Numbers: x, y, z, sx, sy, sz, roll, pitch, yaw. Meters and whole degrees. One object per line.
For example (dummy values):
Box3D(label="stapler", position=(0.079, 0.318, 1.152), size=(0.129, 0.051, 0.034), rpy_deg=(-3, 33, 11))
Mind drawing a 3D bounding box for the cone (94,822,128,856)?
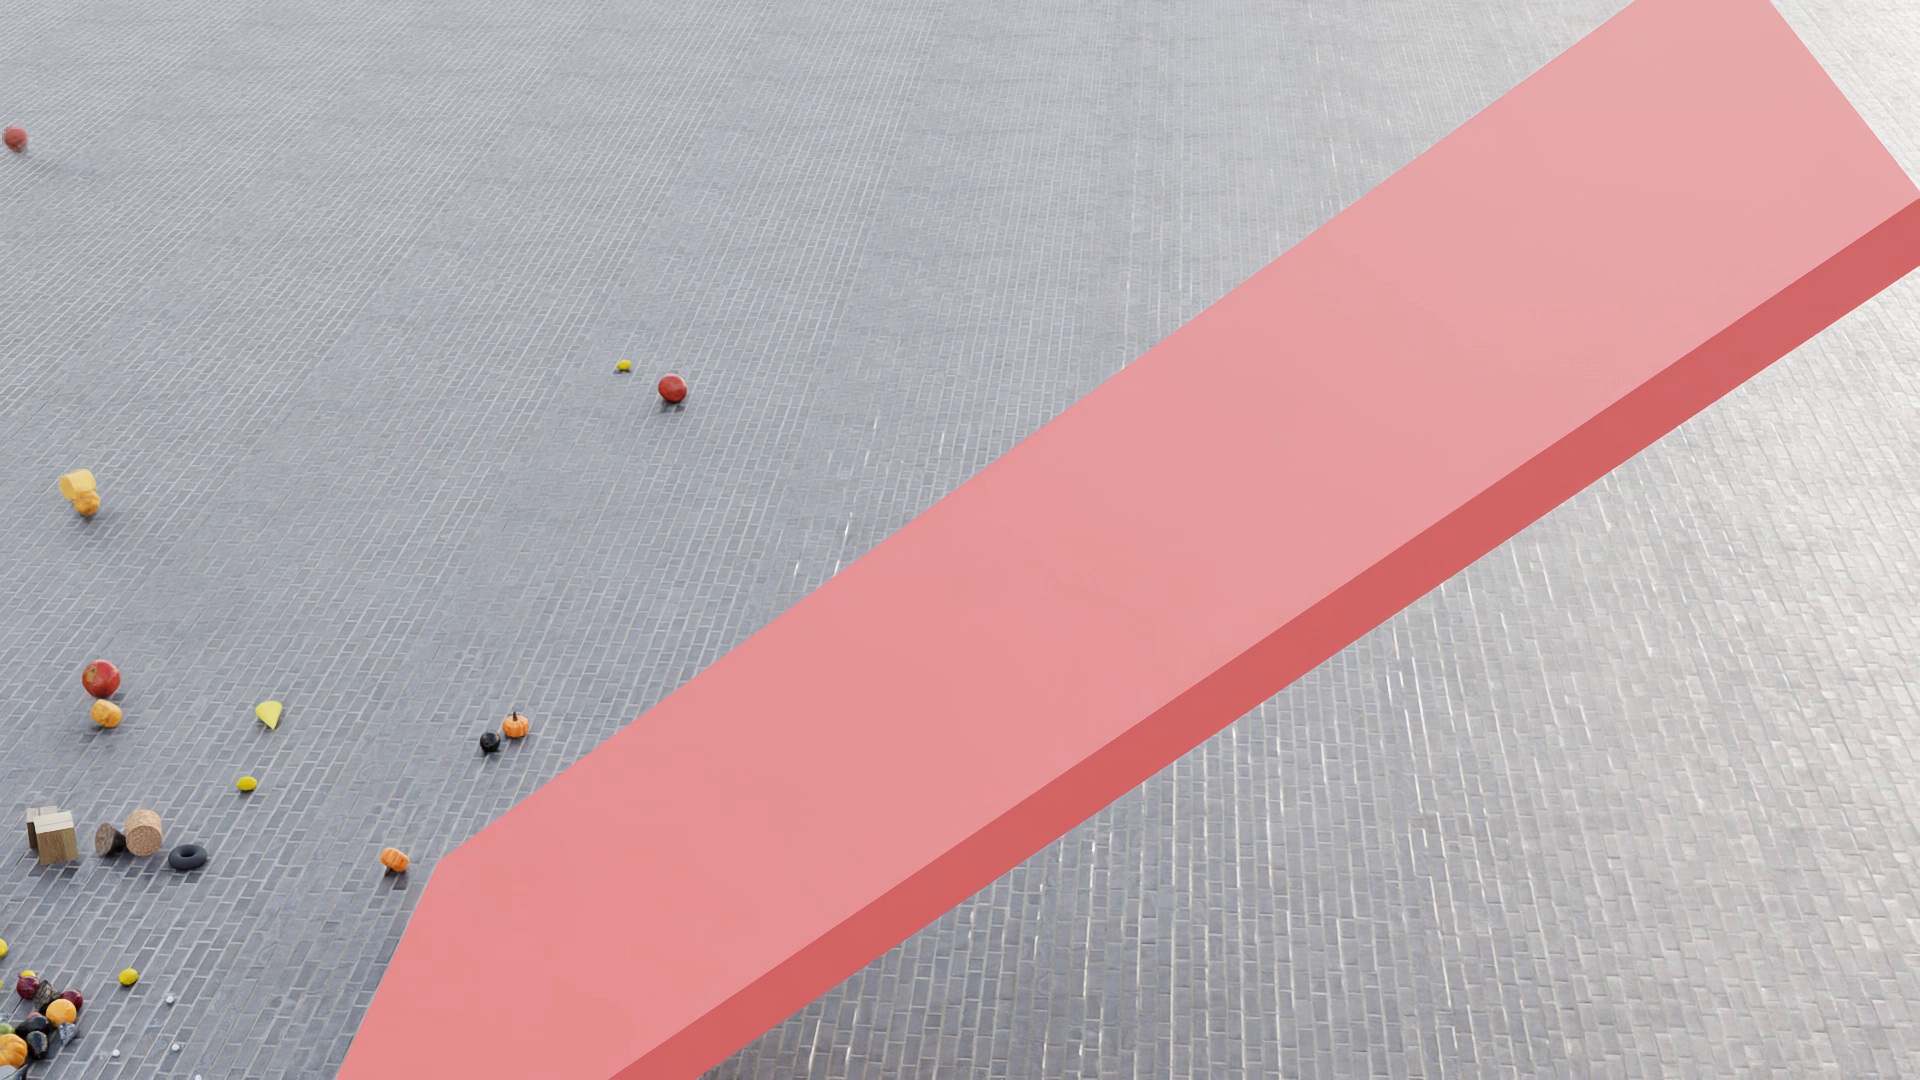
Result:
Box3D(label="cone", position=(-2.306, 0.824, 8.058), size=(0.091, 0.091, 0.091), rpy_deg=(15, 7, -46))

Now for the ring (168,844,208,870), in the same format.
Box3D(label="ring", position=(-2.096, 0.861, 7.982), size=(0.104, 0.035, 0.104), rpy_deg=(1, 25, 0))

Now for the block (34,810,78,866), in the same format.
Box3D(label="block", position=(-2.464, 0.812, 8.013), size=(0.099, 0.099, 0.099), rpy_deg=(-9, 25, -20))

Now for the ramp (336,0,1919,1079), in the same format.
Box3D(label="ramp", position=(0.123, 0.183, 6.335), size=(4.000, 0.100, 2.000), rpy_deg=(-35, 16, 18))

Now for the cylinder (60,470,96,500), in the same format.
Box3D(label="cylinder", position=(-3.103, -0.193, 10.348), size=(0.087, 0.087, 0.087), rpy_deg=(19, 30, 37))

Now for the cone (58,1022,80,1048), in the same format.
Box3D(label="cone", position=(-2.182, 1.215, 7.177), size=(0.055, 0.055, 0.055), rpy_deg=(3, 50, 7))

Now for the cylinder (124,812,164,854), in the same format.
Box3D(label="cylinder", position=(-2.233, 0.800, 8.046), size=(0.095, 0.095, 0.095), rpy_deg=(-9, 14, -19))

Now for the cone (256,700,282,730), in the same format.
Box3D(label="cone", position=(-2.046, 0.534, 8.735), size=(0.080, 0.080, 0.080), rpy_deg=(-8, 51, -19))

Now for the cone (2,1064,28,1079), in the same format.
Box3D(label="cone", position=(-2.215, 1.271, 6.909), size=(0.096, 0.096, 0.096), rpy_deg=(32, 0, 0))

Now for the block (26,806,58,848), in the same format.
Box3D(label="block", position=(-2.520, 0.789, 8.090), size=(0.081, 0.081, 0.081), rpy_deg=(-7, 24, -15))

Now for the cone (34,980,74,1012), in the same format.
Box3D(label="cone", position=(-2.248, 1.144, 7.324), size=(0.084, 0.084, 0.084), rpy_deg=(19, 13, -29))
